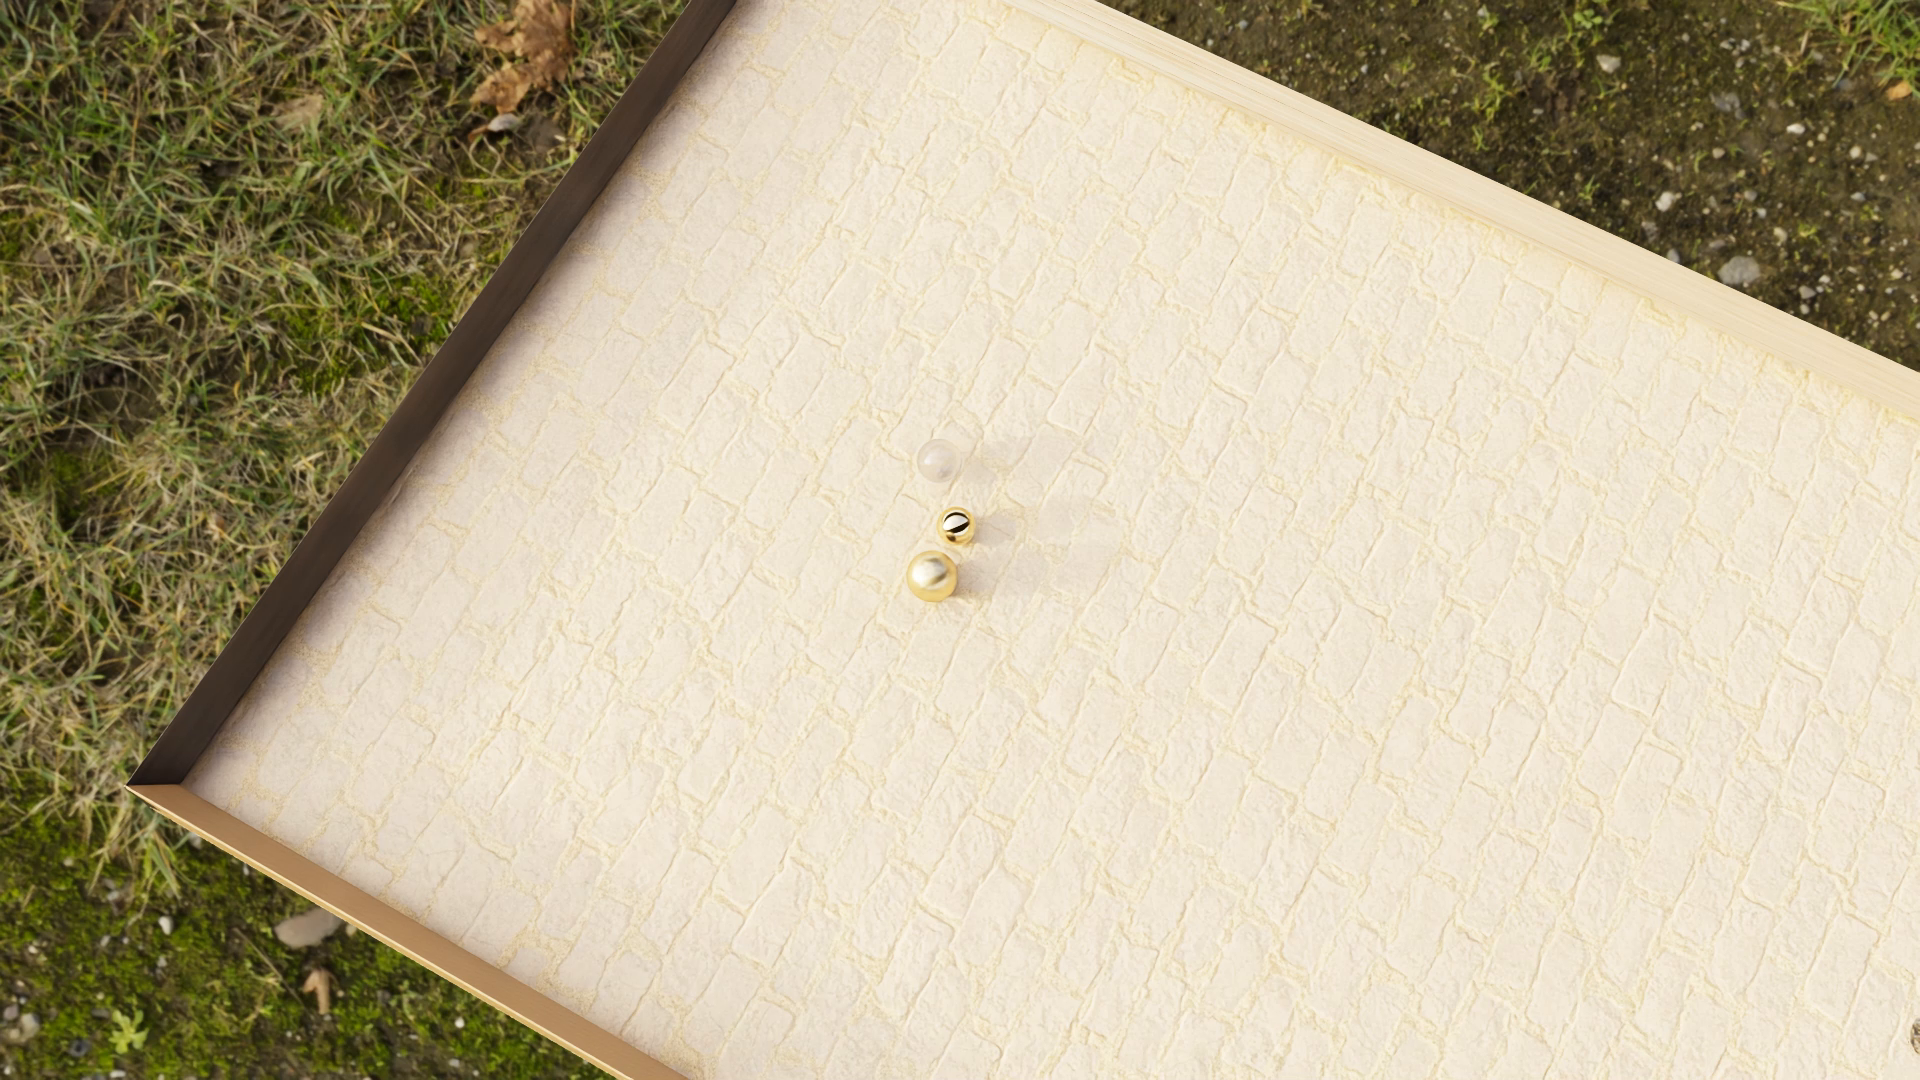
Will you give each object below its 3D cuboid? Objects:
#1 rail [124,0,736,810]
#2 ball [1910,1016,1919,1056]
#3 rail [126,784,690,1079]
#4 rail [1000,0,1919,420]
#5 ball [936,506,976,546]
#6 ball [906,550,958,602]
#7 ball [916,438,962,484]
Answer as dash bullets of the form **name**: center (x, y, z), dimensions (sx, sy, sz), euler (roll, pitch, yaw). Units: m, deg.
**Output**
- **rail**: center (-0.753, -0.391, 3.641), dimensions (0.045, 0.107, 1.948), euler (27, 70, 11)
- **ball**: center (1.422, 0.723, 3.199), dimensions (0.073, 0.073, 0.073), euler (0, 67, 0)
- **rail**: center (0.315, 1.156, 3.000), dimensions (3.536, 0.107, 0.045), euler (27, 70, 11)
- **rail**: center (1.233, -0.382, 3.638), dimensions (3.536, 0.107, 0.045), euler (27, 70, 11)
- **ball**: center (-0.006, -0.022, 3.513), dimensions (0.063, 0.063, 0.063), euler (0, 67, 0)
- **ball**: center (-0.044, 0.057, 3.470), dimensions (0.082, 0.082, 0.082), euler (0, 67, 0)
- **ball**: center (-0.033, -0.127, 3.552), dimensions (0.073, 0.073, 0.073), euler (0, 67, 0)
